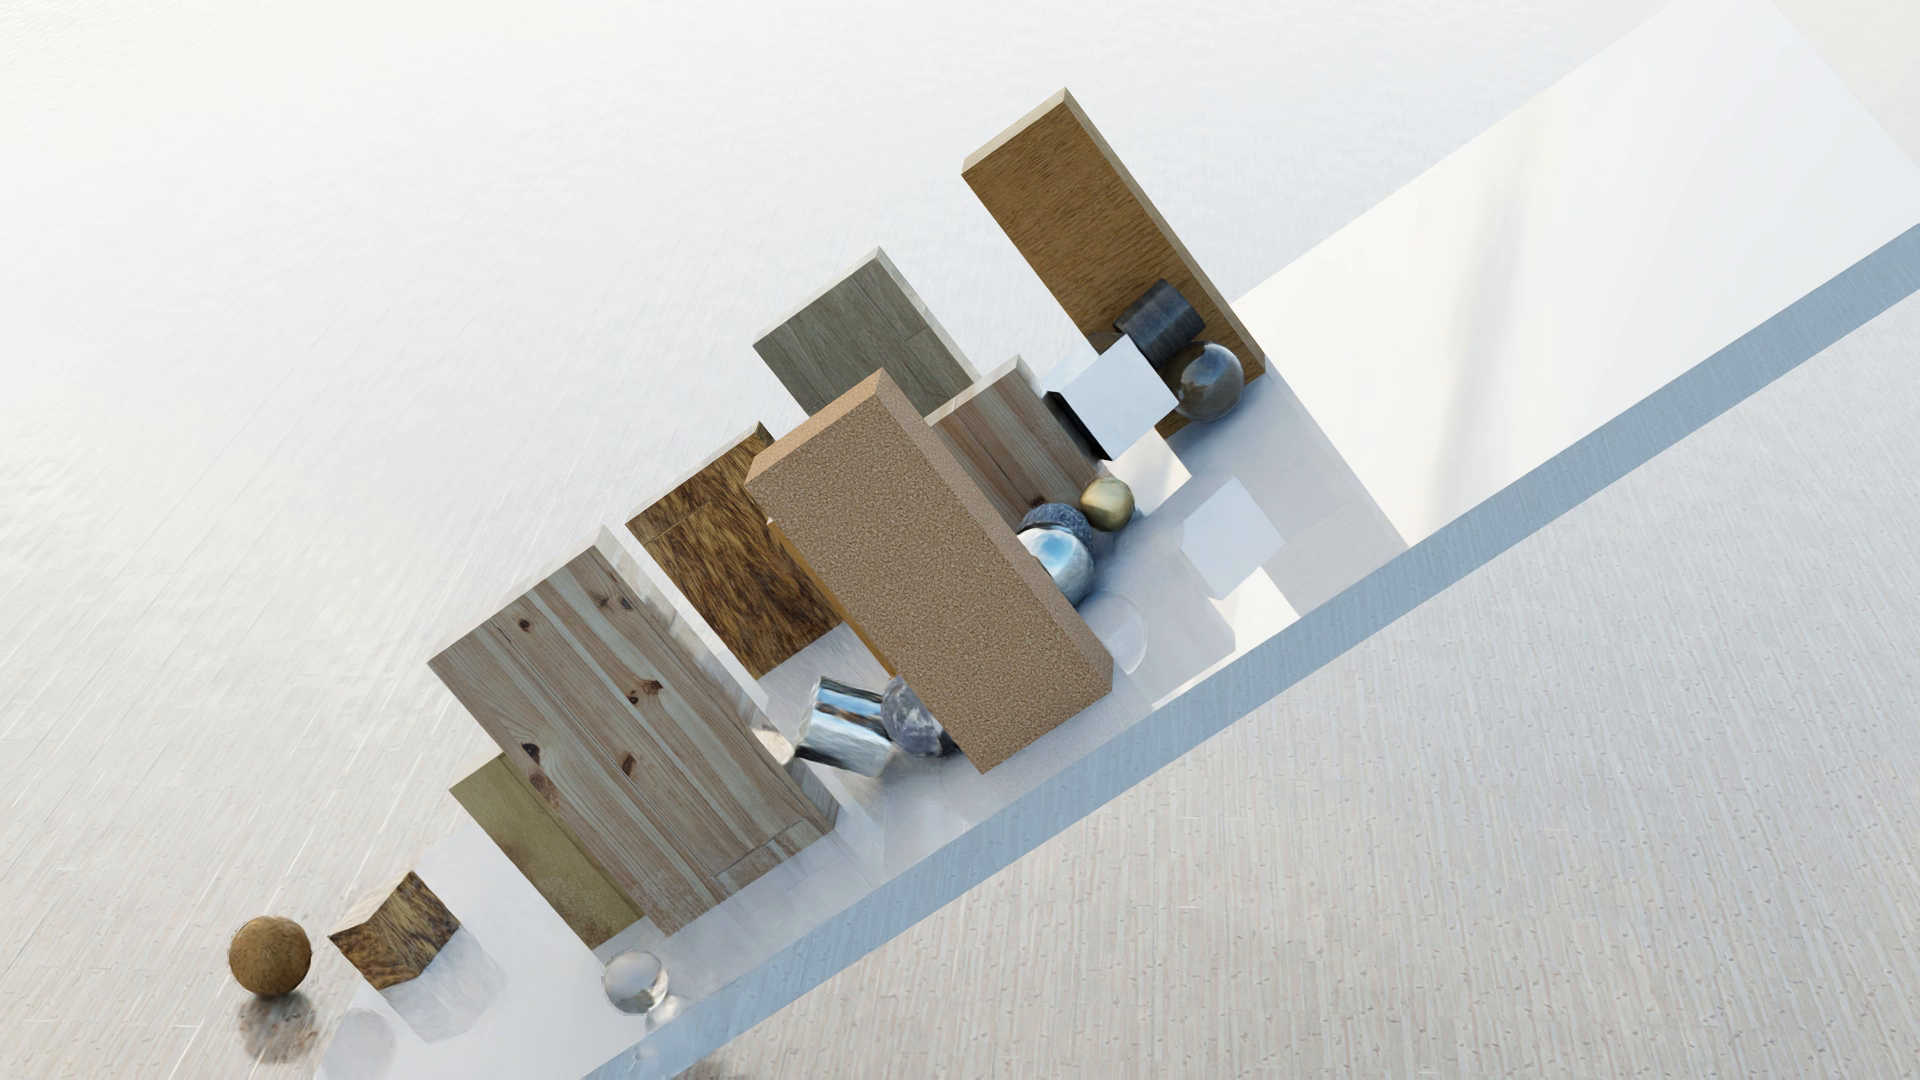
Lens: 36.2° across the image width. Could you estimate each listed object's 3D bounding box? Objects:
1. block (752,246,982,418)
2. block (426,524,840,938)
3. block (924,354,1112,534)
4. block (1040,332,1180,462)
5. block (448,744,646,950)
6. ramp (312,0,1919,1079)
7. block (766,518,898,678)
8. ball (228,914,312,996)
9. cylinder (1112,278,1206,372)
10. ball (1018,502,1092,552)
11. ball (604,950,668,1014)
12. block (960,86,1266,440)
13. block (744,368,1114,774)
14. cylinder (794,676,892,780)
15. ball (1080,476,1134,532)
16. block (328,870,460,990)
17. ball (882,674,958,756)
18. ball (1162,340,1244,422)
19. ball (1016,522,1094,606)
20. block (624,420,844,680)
[{"bbox_3d":[-0.151,-0.340,7.042,0.373,0.634,0.095,-34,16,16],"label":"block"},{"bbox_3d":[-0.648,0.389,5.878,0.436,0.755,0.106,-34,16,16],"label":"block"},{"bbox_3d":[0.117,-0.146,6.325,0.312,0.401,0.095,-34,16,16],"label":"block"},{"bbox_3d":[0.311,-0.312,6.360,0.194,0.194,0.194,-42,15,-10],"label":"block"},{"bbox_3d":[-0.789,0.589,6.170,0.331,0.468,0.091,-34,16,16],"label":"block"},{"bbox_3d":[0.130,0.178,6.320,4.000,0.100,2.000,-34,16,16],"label":"ramp"},{"bbox_3d":[-0.114,0.056,6.070,0.306,0.511,0.124,-34,16,16],"label":"block"},{"bbox_3d":[-1.704,1.027,7.270,0.200,0.200,0.200,0,22,0],"label":"ball"},{"bbox_3d":[0.428,-0.462,6.335,0.144,0.144,0.144,-43,30,0],"label":"cylinder"},{"bbox_3d":[0.199,0.001,6.178,0.160,0.160,0.160,0,22,0],"label":"ball"},{"bbox_3d":[-0.628,0.856,5.698,0.125,0.125,0.125,0,22,0],"label":"ball"},{"bbox_3d":[0.341,-0.603,6.454,0.275,0.750,0.133,-34,16,16],"label":"block"},{"bbox_3d":[-0.051,0.063,5.505,0.305,0.726,0.147,-34,16,16],"label":"block"},{"bbox_3d":[-0.227,0.378,5.904,0.167,0.167,0.167,17,21,-8],"label":"cylinder"},{"bbox_3d":[0.311,-0.076,6.220,0.117,0.117,0.117,0,22,0],"label":"ball"},{"bbox_3d":[-1.347,0.930,7.007,0.182,0.182,0.182,-23,22,44],"label":"block"},{"bbox_3d":[-0.063,0.334,5.783,0.185,0.185,0.185,0,22,0],"label":"ball"},{"bbox_3d":[0.528,-0.345,6.379,0.177,0.177,0.177,0,22,0],"label":"ball"},{"bbox_3d":[0.177,0.057,6.008,0.191,0.191,0.191,0,22,0],"label":"ball"},{"bbox_3d":[-0.482,0.029,7.000,0.398,0.500,0.083,-34,16,16],"label":"block"}]
